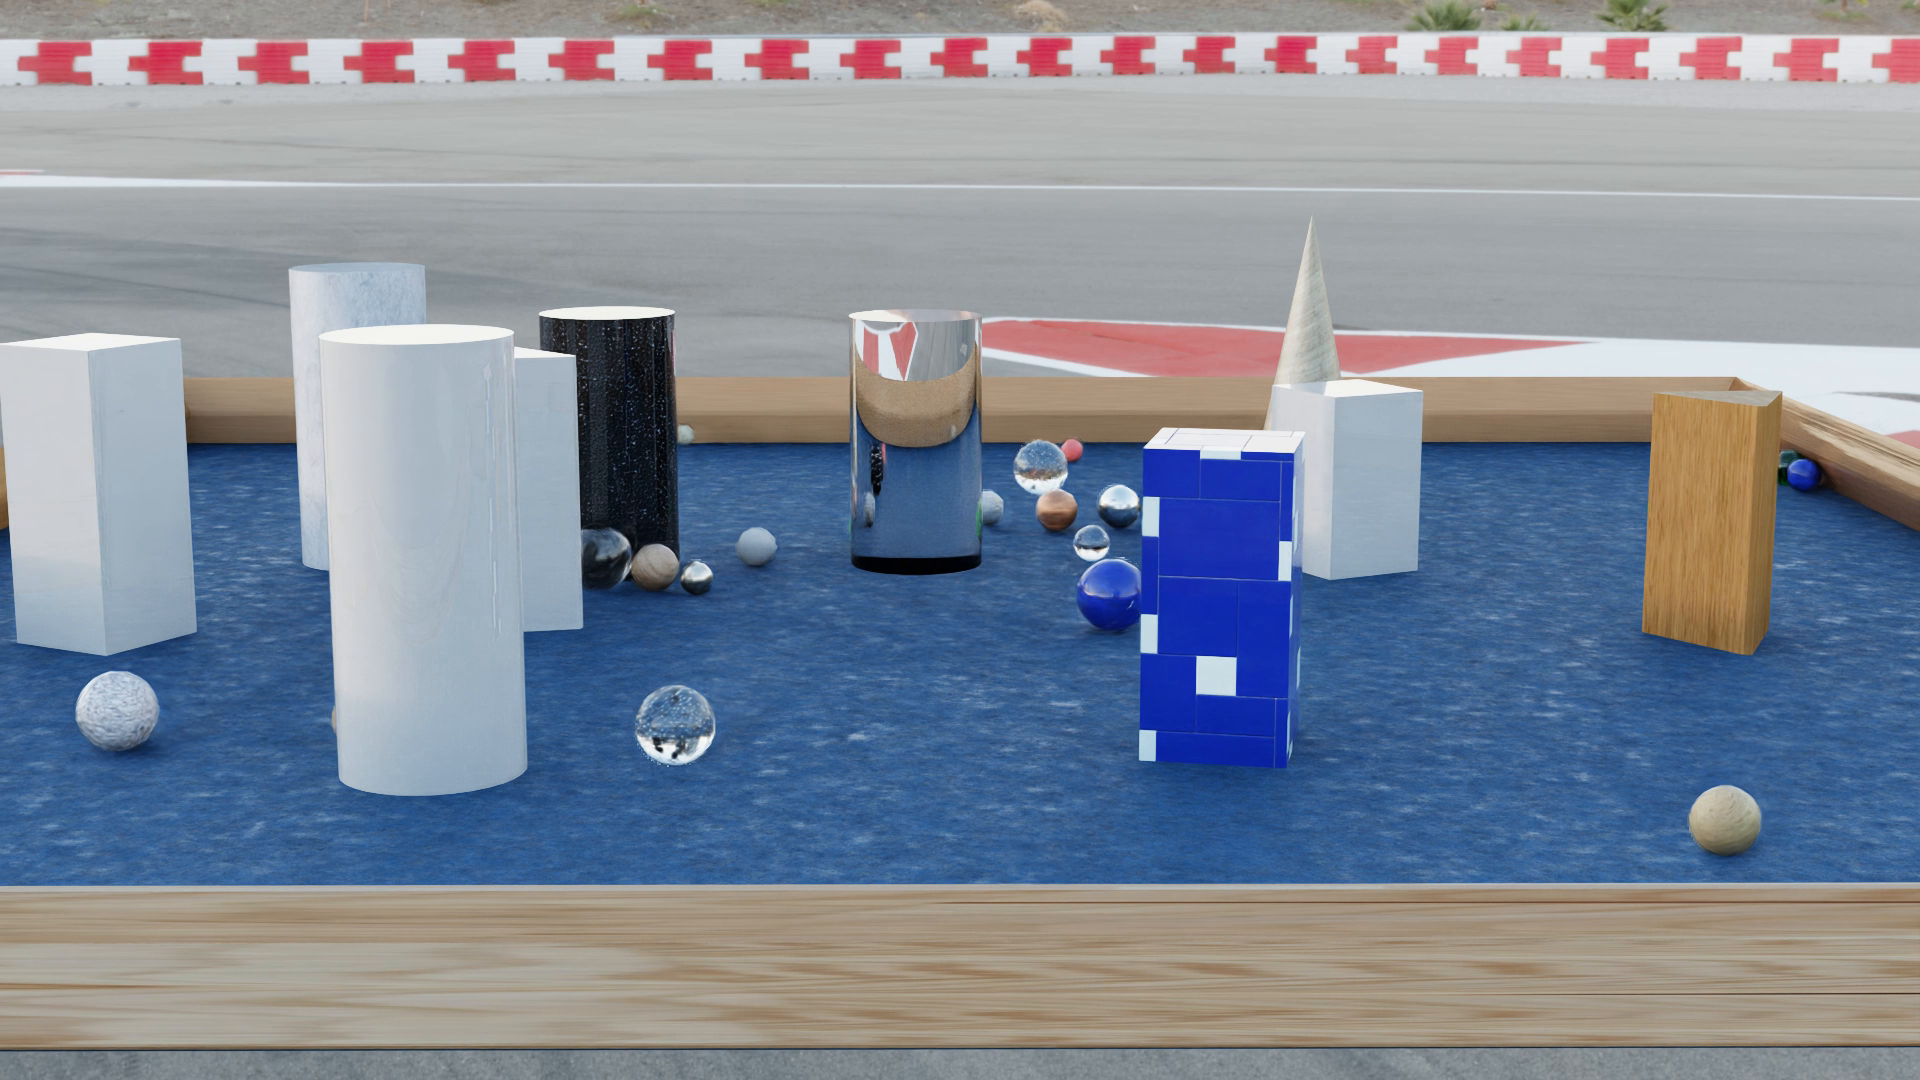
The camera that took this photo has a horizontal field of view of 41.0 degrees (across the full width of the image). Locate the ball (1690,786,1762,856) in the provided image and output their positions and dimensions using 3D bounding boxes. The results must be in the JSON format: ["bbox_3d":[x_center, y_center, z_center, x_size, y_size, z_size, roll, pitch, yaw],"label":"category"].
[{"bbox_3d":[0.714,0.261,2.392,0.065,0.065,0.065,0,11,0],"label":"ball"}]

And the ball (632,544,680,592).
[{"bbox_3d":[-0.426,0.038,3.584,0.067,0.067,0.067,0,11,0],"label":"ball"}]

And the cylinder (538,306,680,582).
[{"bbox_3d":[-0.507,-0.142,3.716,0.194,0.374,0.194,0,11,0],"label":"cylinder"}]

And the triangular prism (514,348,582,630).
[{"bbox_3d":[-0.592,-0.070,3.373,0.168,0.357,0.146,-2,11,-12],"label":"triangular prism"}]

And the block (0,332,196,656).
[{"bbox_3d":[-1.096,-0.062,3.265,0.155,0.382,0.155,6,12,28],"label":"block"}]

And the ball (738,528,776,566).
[{"bbox_3d":[-0.298,0.010,3.766,0.057,0.057,0.057,0,11,0],"label":"ball"}]

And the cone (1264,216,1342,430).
[{"bbox_3d":[0.583,-0.304,4.289,0.194,0.484,0.194,0,11,0],"label":"cone"}]

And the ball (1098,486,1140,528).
[{"bbox_3d":[0.253,-0.052,4.071,0.068,0.068,0.068,0,11,0],"label":"ball"}]

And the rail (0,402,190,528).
[{"bbox_3d":[-1.494,0.034,3.441,0.045,0.126,3.133,0,11,0],"label":"rail"}]

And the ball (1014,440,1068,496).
[{"bbox_3d":[0.138,-0.123,4.383,0.093,0.093,0.093,0,11,0],"label":"ball"}]

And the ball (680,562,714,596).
[{"bbox_3d":[-0.365,0.053,3.560,0.046,0.046,0.046,0,11,0],"label":"ball"}]

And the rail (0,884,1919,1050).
[{"bbox_3d":[0.009,0.314,1.932,3.036,0.126,0.045,0,11,0],"label":"rail"}]

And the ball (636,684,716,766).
[{"bbox_3d":[-0.299,0.194,2.696,0.084,0.084,0.084,0,11,0],"label":"ball"}]

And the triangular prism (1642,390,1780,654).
[{"bbox_3d":[0.994,-0.030,3.282,0.146,0.313,0.168,-7,13,-35],"label":"triangular prism"}]

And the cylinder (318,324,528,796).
[{"bbox_3d":[-0.550,0.016,2.639,0.194,0.456,0.194,0,11,0],"label":"cylinder"}]

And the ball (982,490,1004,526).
[{"bbox_3d":[0.043,-0.051,4.097,0.056,0.056,0.056,0,11,0],"label":"ball"}]

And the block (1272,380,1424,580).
[{"bbox_3d":[0.561,-0.091,3.744,0.155,0.263,0.155,-5,12,-27],"label":"block"}]

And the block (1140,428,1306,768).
[{"bbox_3d":[0.282,0.058,2.746,0.155,0.334,0.155,2,11,12],"label":"block"}]

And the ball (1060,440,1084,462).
[{"bbox_3d":[0.208,-0.165,4.748,0.042,0.042,0.042,0,11,0],"label":"ball"}]

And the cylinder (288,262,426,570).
[{"bbox_3d":[-0.879,-0.185,3.782,0.194,0.433,0.194,0,11,0],"label":"cylinder"}]

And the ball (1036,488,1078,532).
[{"bbox_3d":[0.152,-0.047,4.044,0.067,0.067,0.067,0,11,0],"label":"ball"}]

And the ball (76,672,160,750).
[{"bbox_3d":[-0.904,0.183,2.753,0.085,0.085,0.085,0,11,0],"label":"ball"}]

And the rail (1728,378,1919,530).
[{"bbox_3d":[1.494,0.031,3.458,0.045,0.126,3.133,0,11,0],"label":"rail"}]

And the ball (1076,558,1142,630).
[{"bbox_3d":[0.198,0.071,3.335,0.094,0.094,0.094,0,11,0],"label":"ball"}]

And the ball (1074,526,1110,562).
[{"bbox_3d":[0.195,0.005,3.800,0.053,0.053,0.053,0,11,0],"label":"ball"}]

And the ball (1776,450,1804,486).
[{"bbox_3d":[1.448,-0.125,4.480,0.062,0.062,0.062,0,11,0],"label":"ball"}]

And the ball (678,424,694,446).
[{"bbox_3d":[-0.534,-0.202,4.951,0.041,0.041,0.041,0,11,0],"label":"ball"}]

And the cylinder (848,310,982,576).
[{"bbox_3d":[-0.065,-0.147,3.763,0.194,0.366,0.194,0,11,0],"label":"cylinder"}]

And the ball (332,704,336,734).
[{"bbox_3d":[-0.644,0.192,2.763,0.065,0.065,0.065,0,11,0],"label":"ball"}]

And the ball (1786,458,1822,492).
[{"bbox_3d":[1.453,-0.111,4.418,0.057,0.057,0.057,0,11,0],"label":"ball"}]

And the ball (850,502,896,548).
[{"bbox_3d":[-0.133,-0.023,3.906,0.070,0.070,0.070,0,11,0],"label":"ball"}]

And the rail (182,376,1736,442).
[{"bbox_3d":[-0.009,-0.249,4.966,3.036,0.126,0.045,0,11,0],"label":"rail"}]

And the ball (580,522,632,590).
[{"bbox_3d":[-0.506,0.023,3.588,0.095,0.095,0.095,0,11,0],"label":"ball"}]
